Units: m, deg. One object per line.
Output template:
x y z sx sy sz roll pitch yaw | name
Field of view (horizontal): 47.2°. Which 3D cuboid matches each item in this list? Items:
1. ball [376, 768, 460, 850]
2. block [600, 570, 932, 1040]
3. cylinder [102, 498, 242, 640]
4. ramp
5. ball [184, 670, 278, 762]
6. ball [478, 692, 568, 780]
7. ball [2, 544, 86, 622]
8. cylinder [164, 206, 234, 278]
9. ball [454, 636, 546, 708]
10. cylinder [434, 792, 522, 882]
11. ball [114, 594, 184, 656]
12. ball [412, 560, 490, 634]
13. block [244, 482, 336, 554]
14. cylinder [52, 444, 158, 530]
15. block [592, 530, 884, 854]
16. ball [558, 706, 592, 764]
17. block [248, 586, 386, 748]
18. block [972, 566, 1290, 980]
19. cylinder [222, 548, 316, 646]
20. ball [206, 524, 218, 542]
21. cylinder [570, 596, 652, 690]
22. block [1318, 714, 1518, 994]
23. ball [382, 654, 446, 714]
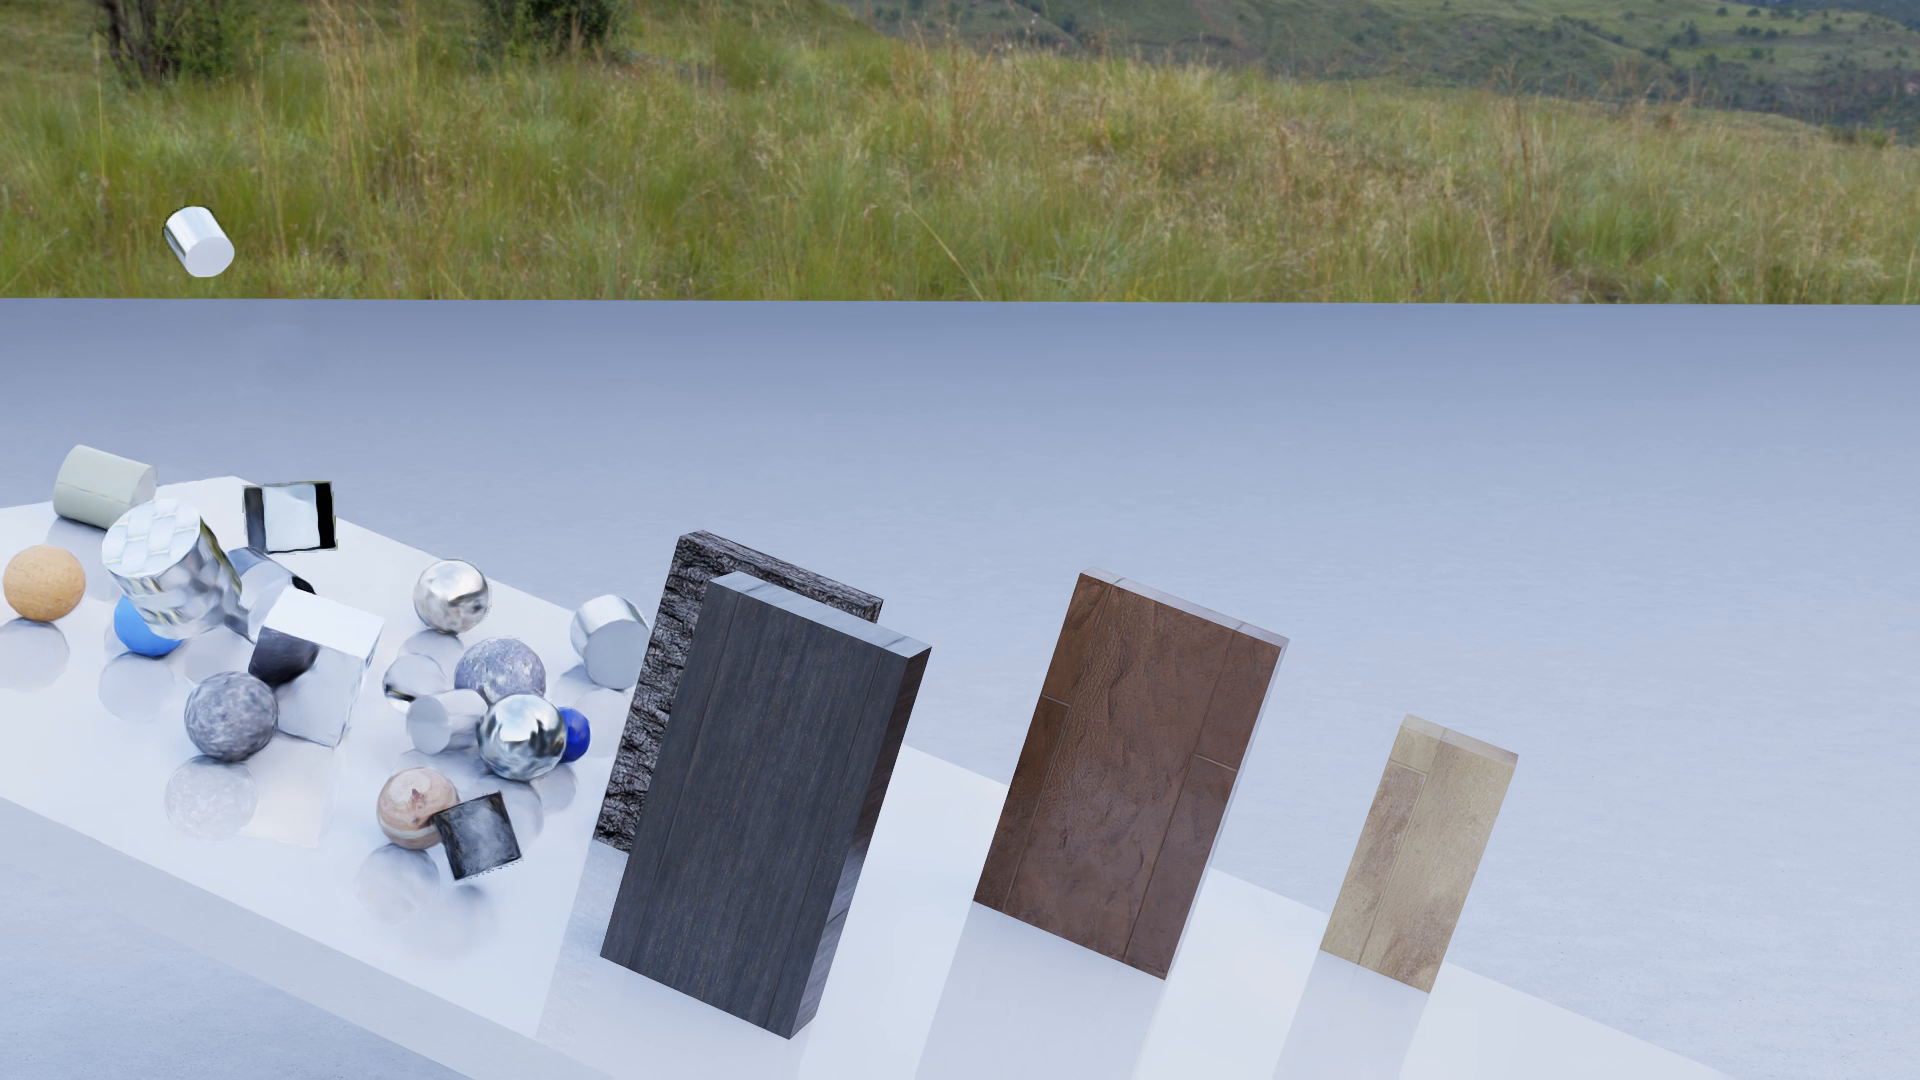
-0.930 0.461 3.777 0.141 0.141 0.141 0 7 0 | ball
-0.317 0.425 3.550 0.349 0.662 0.119 20 12 14 | block
-1.354 0.050 3.781 0.174 0.174 0.174 -6 50 7 | cylinder
-0.357 0.674 4.226 4.000 0.100 2.000 20 12 14 | ramp
-1.291 0.312 3.898 0.160 0.160 0.160 0 7 0 | ball
-0.840 0.378 4.224 0.169 0.169 0.169 0 7 0 | ball
-1.776 0.083 4.266 0.151 0.151 0.151 0 7 0 | ball
-1.591 -0.623 4.602 0.106 0.106 0.106 -7 46 -45 | cylinder
-0.933 0.288 4.463 0.185 0.185 0.185 0 7 0 | ball
-0.809 0.497 3.694 0.117 0.117 0.117 -19 -4 -2 | cylinder
-1.566 0.154 4.266 0.143 0.143 0.143 0 7 0 | ball
-1.141 0.127 4.937 0.169 0.169 0.169 0 7 0 | ball
-1.462 -0.049 4.792 0.143 0.143 0.143 -7 5 -36 | block
-1.912 -0.111 4.924 0.166 0.166 0.166 17 6 -4 | cylinder
-0.409 0.330 4.013 0.371 0.599 0.103 20 12 14 | block
-0.789 0.389 4.384 0.113 0.113 0.113 0 7 0 | ball
-1.226 0.238 4.155 0.194 0.194 0.194 20 18 -10 | block
0.328 0.451 4.279 0.409 0.698 0.103 20 12 14 | block
-1.445 0.122 4.534 0.165 0.165 0.165 25 20 33 | cylinder
-1.640 0.035 4.583 0.191 0.191 0.191 0 7 0 | ball
-0.785 0.232 4.979 0.167 0.167 0.167 -2 18 -20 | cylinder
0.975 0.664 4.675 0.247 0.521 0.137 20 12 14 | block
-1.088 0.288 4.386 0.125 0.125 0.125 0 7 0 | ball
